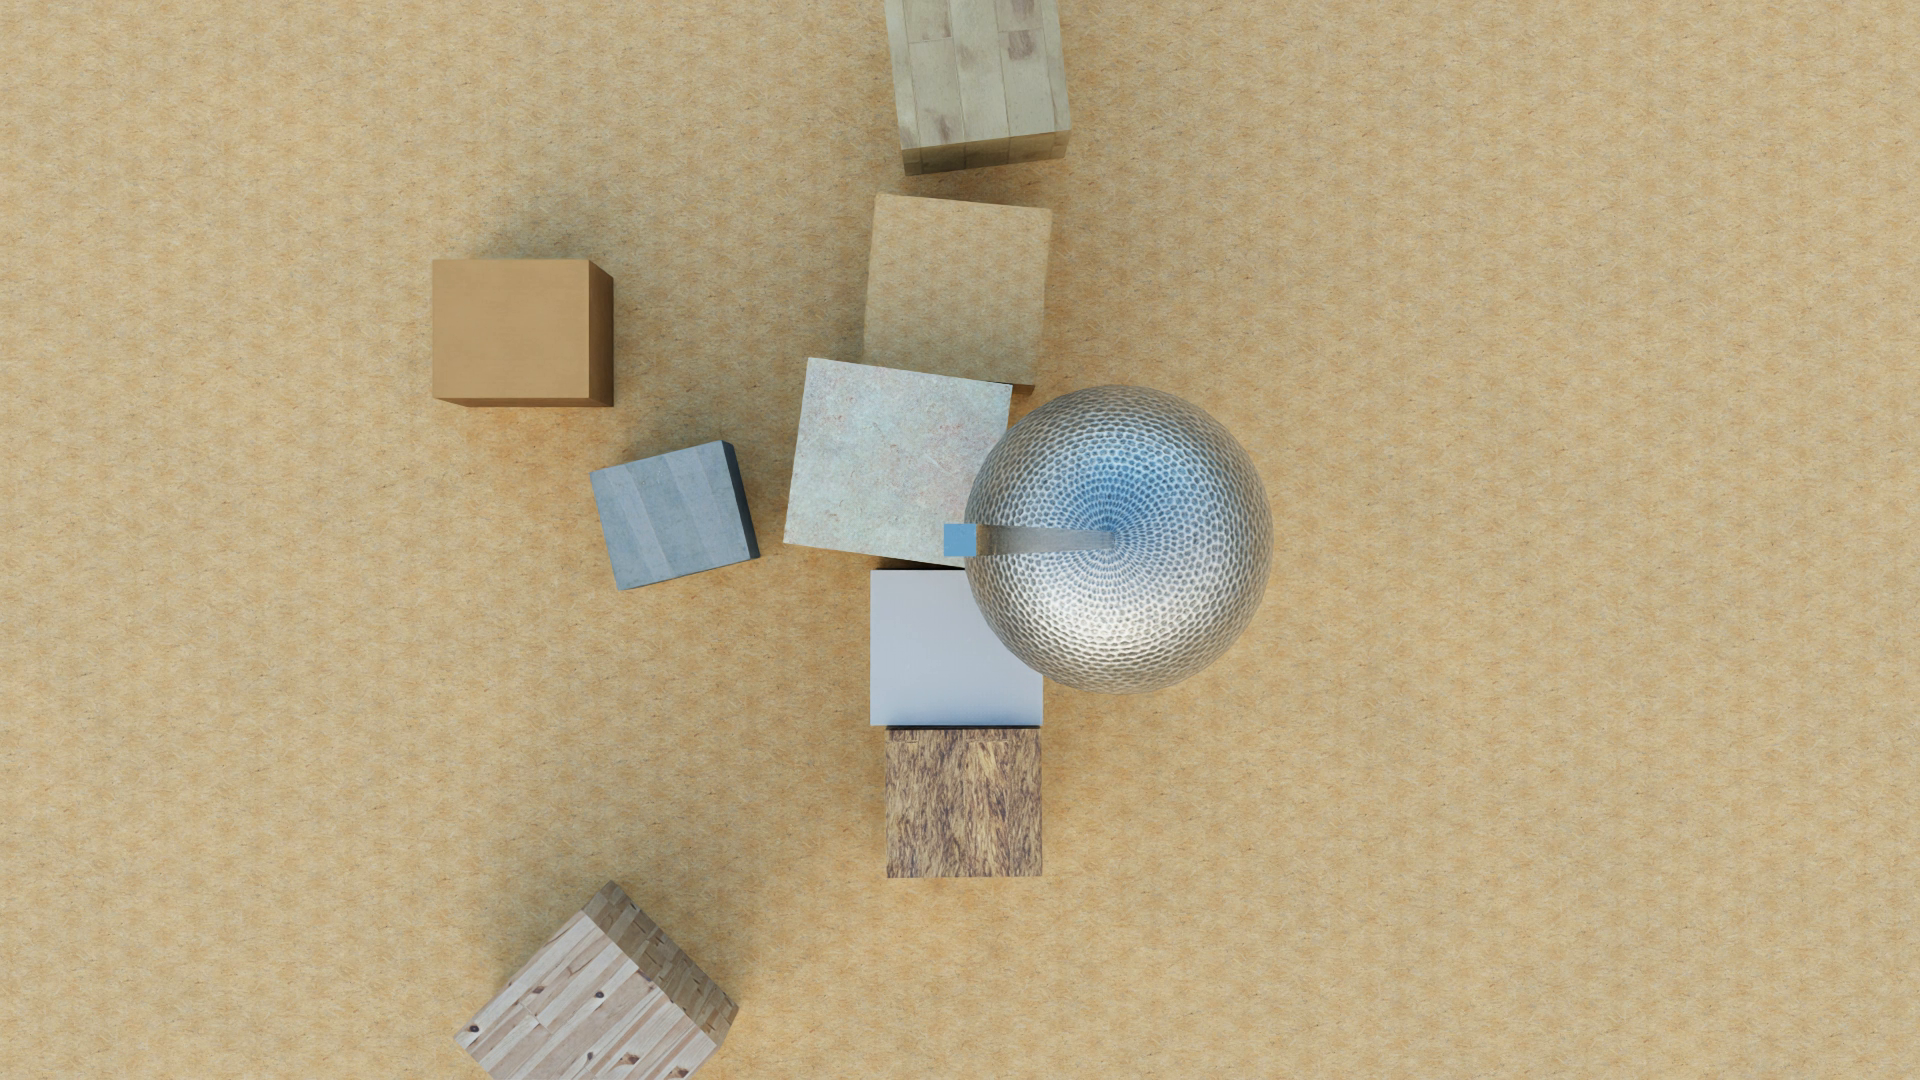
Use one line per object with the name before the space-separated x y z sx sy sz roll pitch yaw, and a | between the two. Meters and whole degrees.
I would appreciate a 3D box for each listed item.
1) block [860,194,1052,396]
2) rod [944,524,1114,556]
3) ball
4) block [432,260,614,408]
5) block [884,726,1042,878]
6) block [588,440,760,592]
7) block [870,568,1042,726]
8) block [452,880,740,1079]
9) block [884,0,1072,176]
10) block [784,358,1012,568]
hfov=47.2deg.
block | -0.022 -1.389 12.590 0.979 0.820 0.980 5 90 0
rod | 0.351 0.000 7.941 0.080 5.200 0.080 0 90 8
ball | 0.809 0.000 11.310 1.600 1.600 1.600 0 90 0
block | -2.479 -1.167 12.565 0.864 0.870 0.764 0 90 0
block | 0.020 1.443 12.521 0.855 0.958 0.808 -1 90 0
block | -1.630 -0.137 12.671 0.766 0.659 0.687 -14 90 0
block | -0.018 0.594 12.562 0.951 0.876 0.854 0 90 0
block | -2.031 2.734 12.476 1.077 1.048 0.987 45 90 0
block | 0.094 -2.652 12.553 0.945 0.894 0.901 -7 90 0
block | -0.333 -0.408 12.398 1.106 1.203 1.005 8 90 0
